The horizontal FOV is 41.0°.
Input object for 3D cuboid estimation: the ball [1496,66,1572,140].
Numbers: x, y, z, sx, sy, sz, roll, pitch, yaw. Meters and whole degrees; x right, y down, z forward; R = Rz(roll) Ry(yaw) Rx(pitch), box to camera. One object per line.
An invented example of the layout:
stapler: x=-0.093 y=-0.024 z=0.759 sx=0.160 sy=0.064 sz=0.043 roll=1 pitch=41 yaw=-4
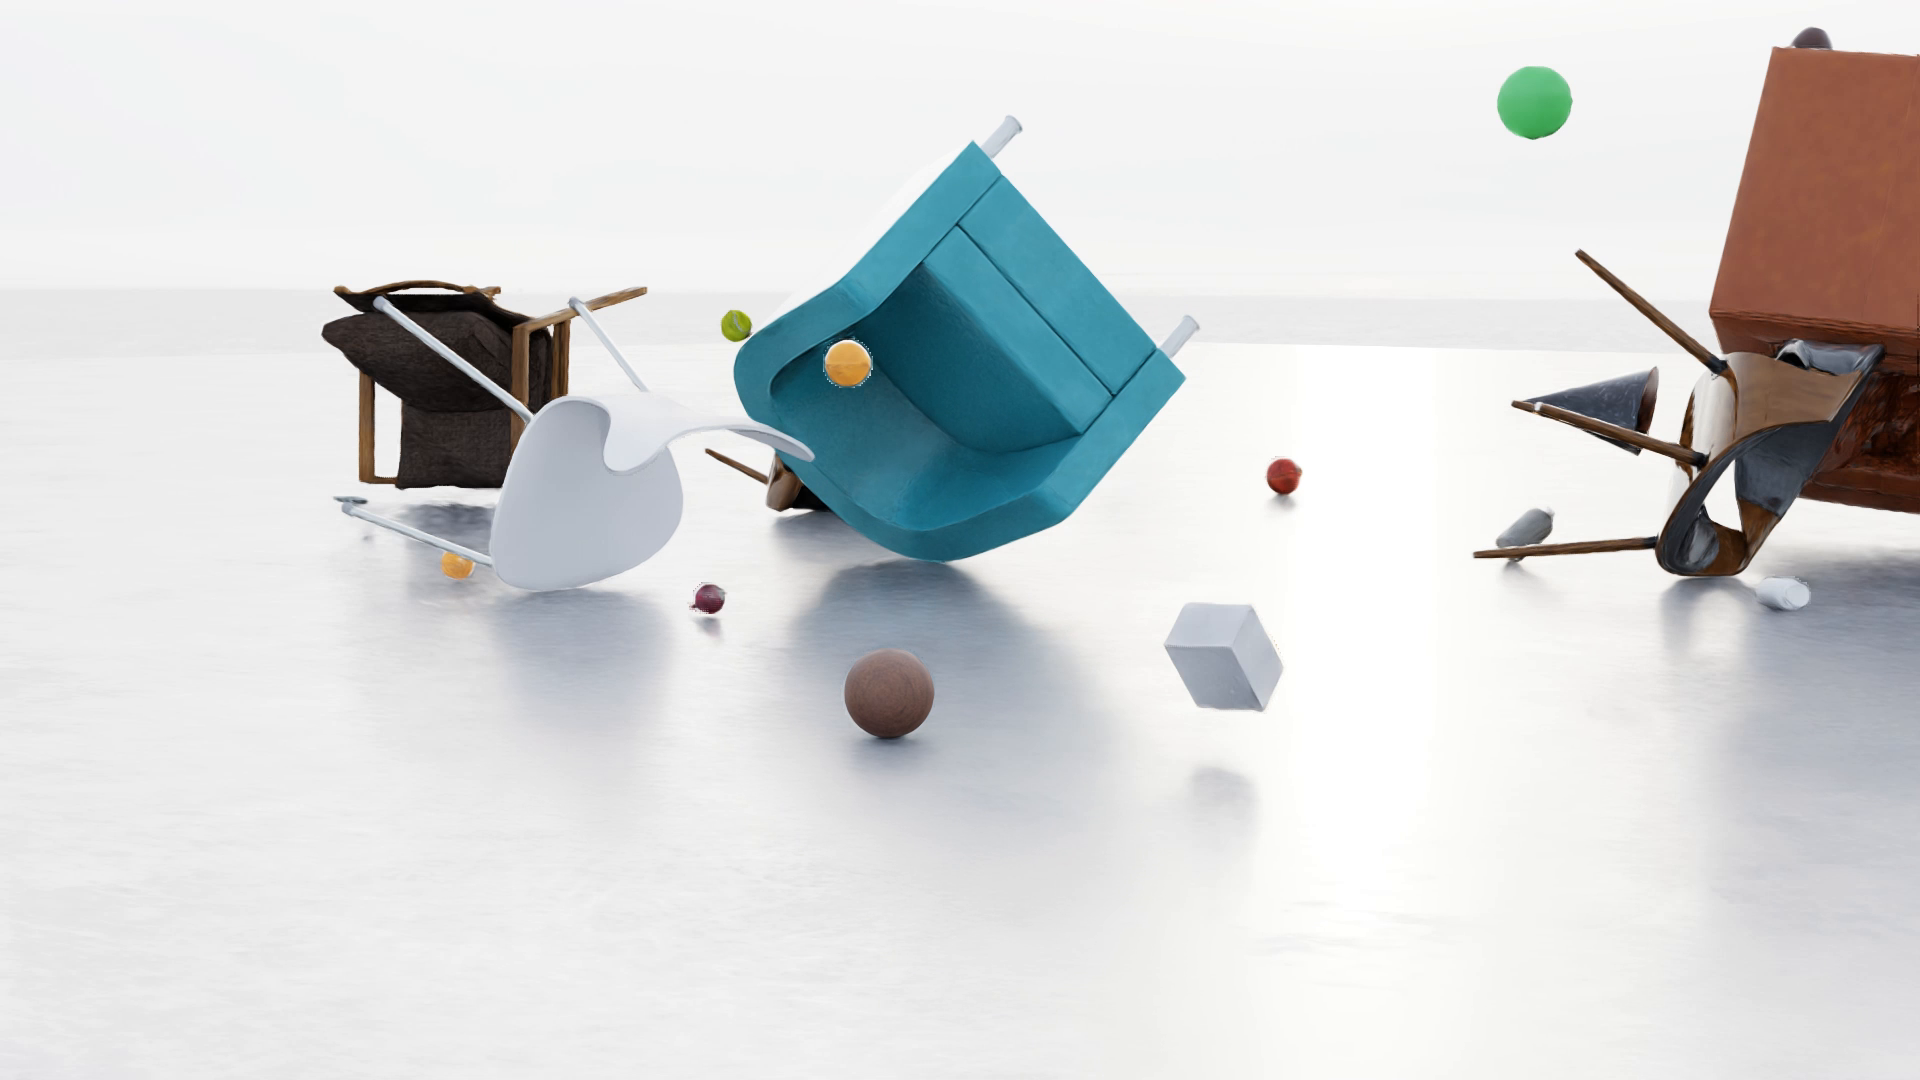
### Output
ball: x=1.024 y=-0.780 z=4.573 sx=0.131 sy=0.131 sz=0.131 roll=0 pitch=6 yaw=0

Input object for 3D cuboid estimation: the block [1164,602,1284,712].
block: x=0.380 y=0.168 z=3.682 sx=0.111 sy=0.135 sz=0.084 roll=0 pitch=45 yaw=36

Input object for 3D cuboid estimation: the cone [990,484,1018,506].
cone: x=0.130 y=-0.118 z=7.406 sx=0.085 sy=0.061 sz=0.103 roll=19 pitch=-9 yaw=9

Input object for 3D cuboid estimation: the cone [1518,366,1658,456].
cone: x=1.448 y=-0.313 z=5.980 sx=0.303 sy=0.134 sz=0.258 roll=6 pitch=53 yaw=27

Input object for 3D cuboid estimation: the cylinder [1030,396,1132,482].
cylinder: x=0.388 y=-0.326 z=8.232 sx=0.294 sy=0.159 sz=0.244 roll=-20 pitch=22 yaw=21

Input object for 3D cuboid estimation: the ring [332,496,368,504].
ring: x=-1.767 y=-0.117 z=7.436 sx=0.103 sy=0.016 sz=0.078 roll=6 pitch=6 yaw=-9

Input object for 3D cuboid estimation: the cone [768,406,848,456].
cone: x=-0.454 y=-0.340 z=7.216 sx=0.214 sy=0.135 sz=0.212 roll=23 pitch=8 yaw=19
